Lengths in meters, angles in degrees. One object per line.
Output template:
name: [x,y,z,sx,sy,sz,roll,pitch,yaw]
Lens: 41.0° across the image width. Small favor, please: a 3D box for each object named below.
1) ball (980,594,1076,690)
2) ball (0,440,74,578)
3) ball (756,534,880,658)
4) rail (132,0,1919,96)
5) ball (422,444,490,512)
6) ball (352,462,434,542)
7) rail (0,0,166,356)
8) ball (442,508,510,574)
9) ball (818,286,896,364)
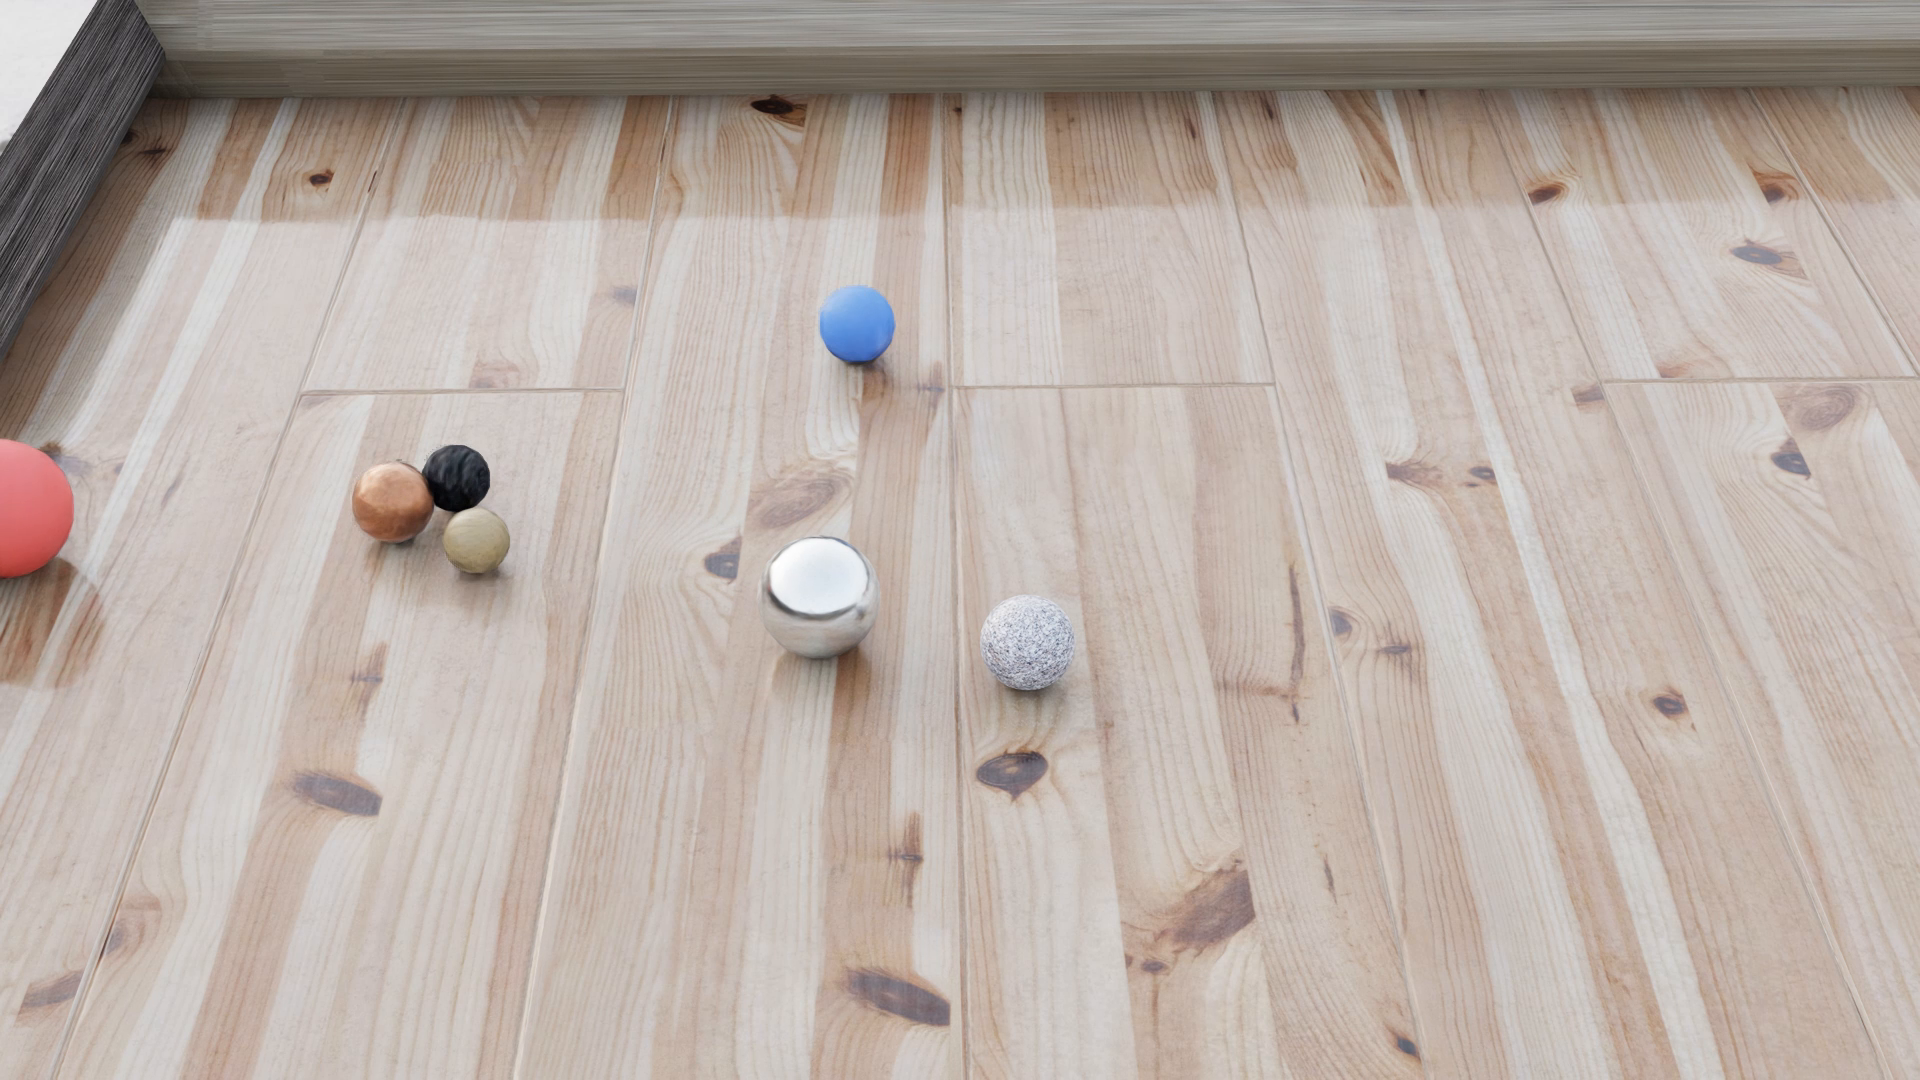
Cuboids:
ball: [0.044,0.066,1.663,0.062,0.062,0.062,0,36,0]
ball: [-0.657,-0.021,1.757,0.096,0.096,0.096,0,36,0]
ball: [-0.093,0.037,1.688,0.081,0.081,0.081,0,36,0]
rail: [0.737,-0.462,2.345,2.997,0.124,0.045,-1,36,-1]
ball: [-0.359,-0.044,1.829,0.048,0.048,0.048,0,36,0]
ball: [-0.397,-0.027,1.797,0.057,0.057,0.057,0,36,0]
rail: [-0.725,-0.020,1.729,0.045,0.124,1.515,-1,36,-1]
ball: [-0.333,0.001,1.769,0.046,0.046,0.046,0,36,0]
ball: [-0.080,-0.167,1.991,0.059,0.059,0.059,0,36,0]
